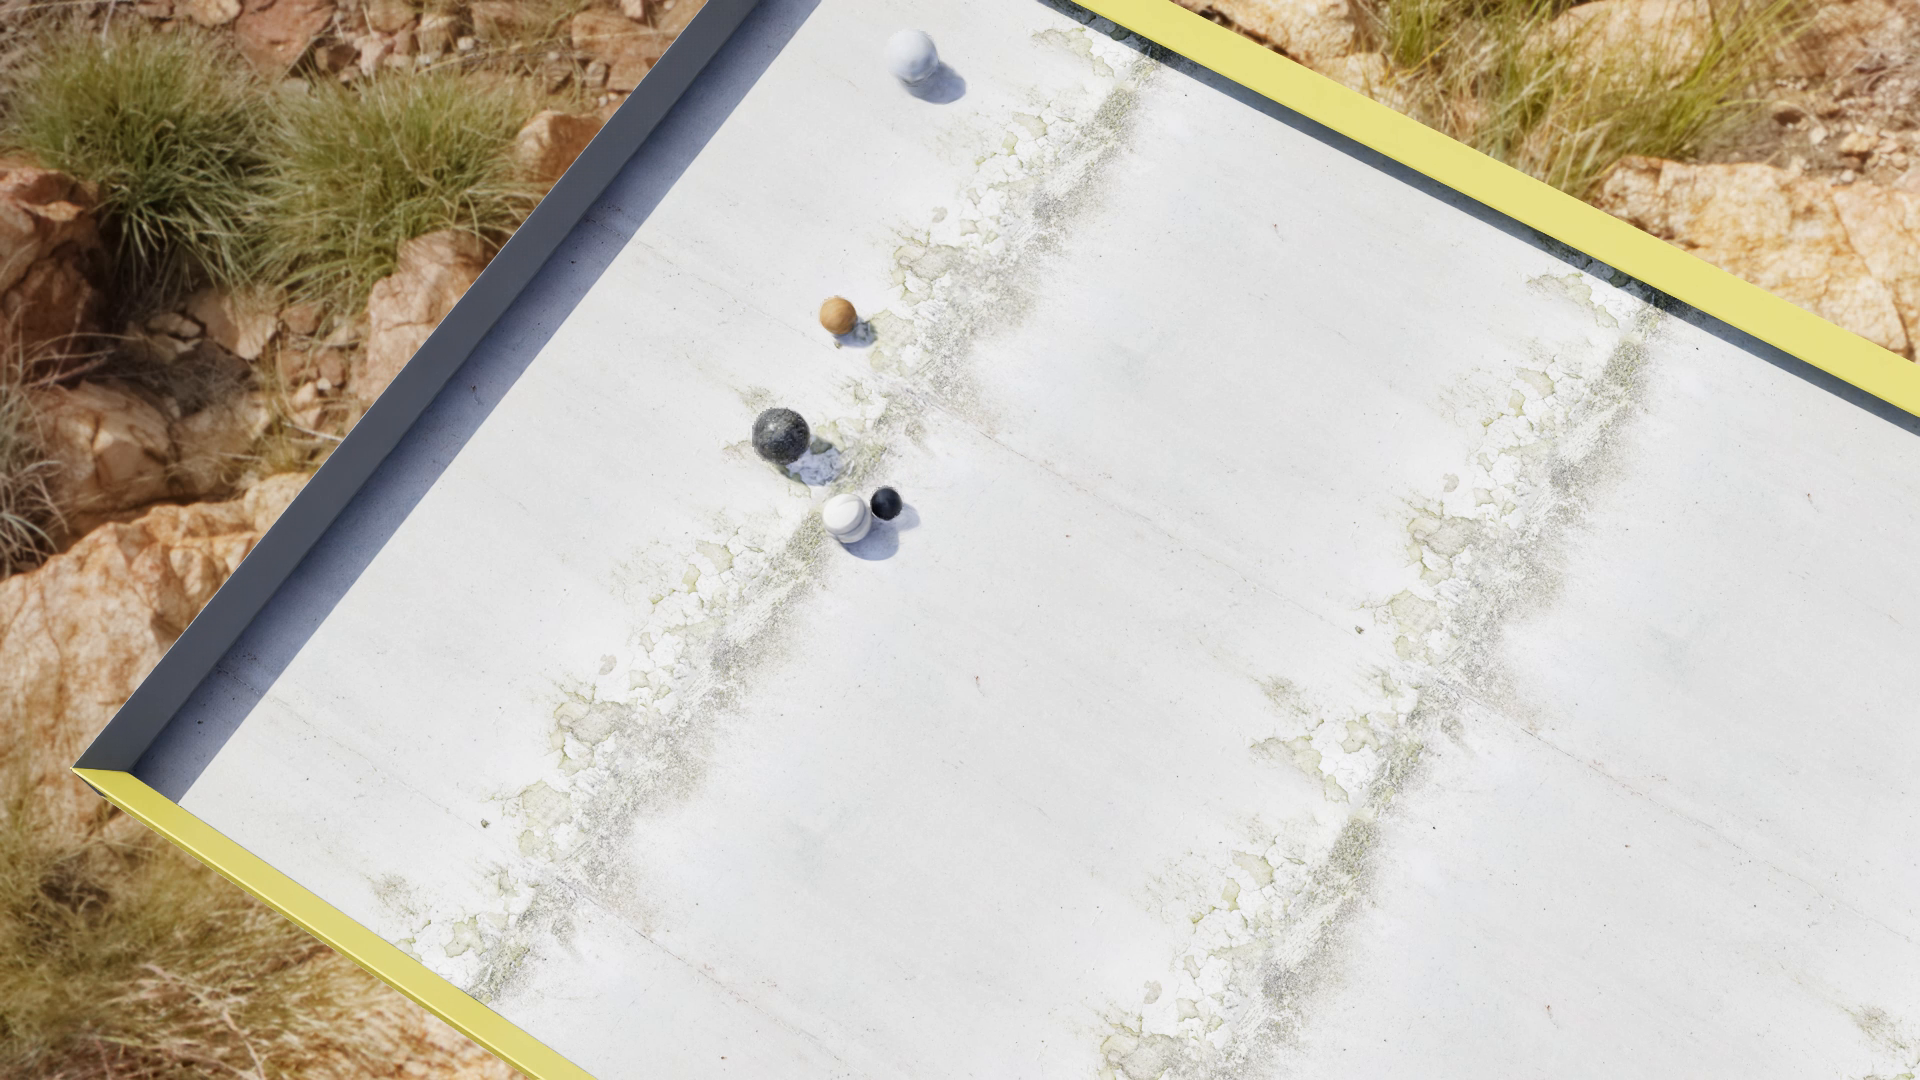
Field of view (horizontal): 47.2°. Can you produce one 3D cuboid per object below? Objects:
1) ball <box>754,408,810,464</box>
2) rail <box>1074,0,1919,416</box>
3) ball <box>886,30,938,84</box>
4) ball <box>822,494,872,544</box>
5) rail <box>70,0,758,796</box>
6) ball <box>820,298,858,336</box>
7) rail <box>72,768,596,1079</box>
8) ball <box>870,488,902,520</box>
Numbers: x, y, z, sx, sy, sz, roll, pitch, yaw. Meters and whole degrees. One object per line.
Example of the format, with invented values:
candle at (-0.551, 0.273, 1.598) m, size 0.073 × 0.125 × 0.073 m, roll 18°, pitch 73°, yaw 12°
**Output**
ball at (-0.294, -0.171, 3.630) m, size 0.095 × 0.095 × 0.095 m, roll 0°, pitch 65°, yaw 0°
rail at (1.327, -0.373, 3.707) m, size 3.672 × 0.123 × 0.045 m, roll 29°, pitch 68°, yaw 13°
ball at (-0.087, -0.868, 3.954) m, size 0.094 × 0.094 × 0.094 m, roll 0°, pitch 65°, yaw 0°
ball at (-0.183, -0.035, 3.575) m, size 0.082 × 0.082 × 0.082 m, roll 0°, pitch 65°, yaw 0°
rail at (-0.760, -0.438, 3.737) m, size 0.045 × 0.123 × 2.123 m, roll 29°, pitch 68°, yaw 13°
ball at (-0.207, -0.381, 3.745) m, size 0.064 × 0.064 × 0.064 m, roll 0°, pitch 65°, yaw 0°
rail at (0.234, 1.228, 2.965) m, size 3.672 × 0.123 × 0.045 m, roll 29°, pitch 68°, yaw 13°
ball at (-0.121, -0.059, 3.601) m, size 0.053 × 0.053 × 0.053 m, roll 0°, pitch 65°, yaw 0°
